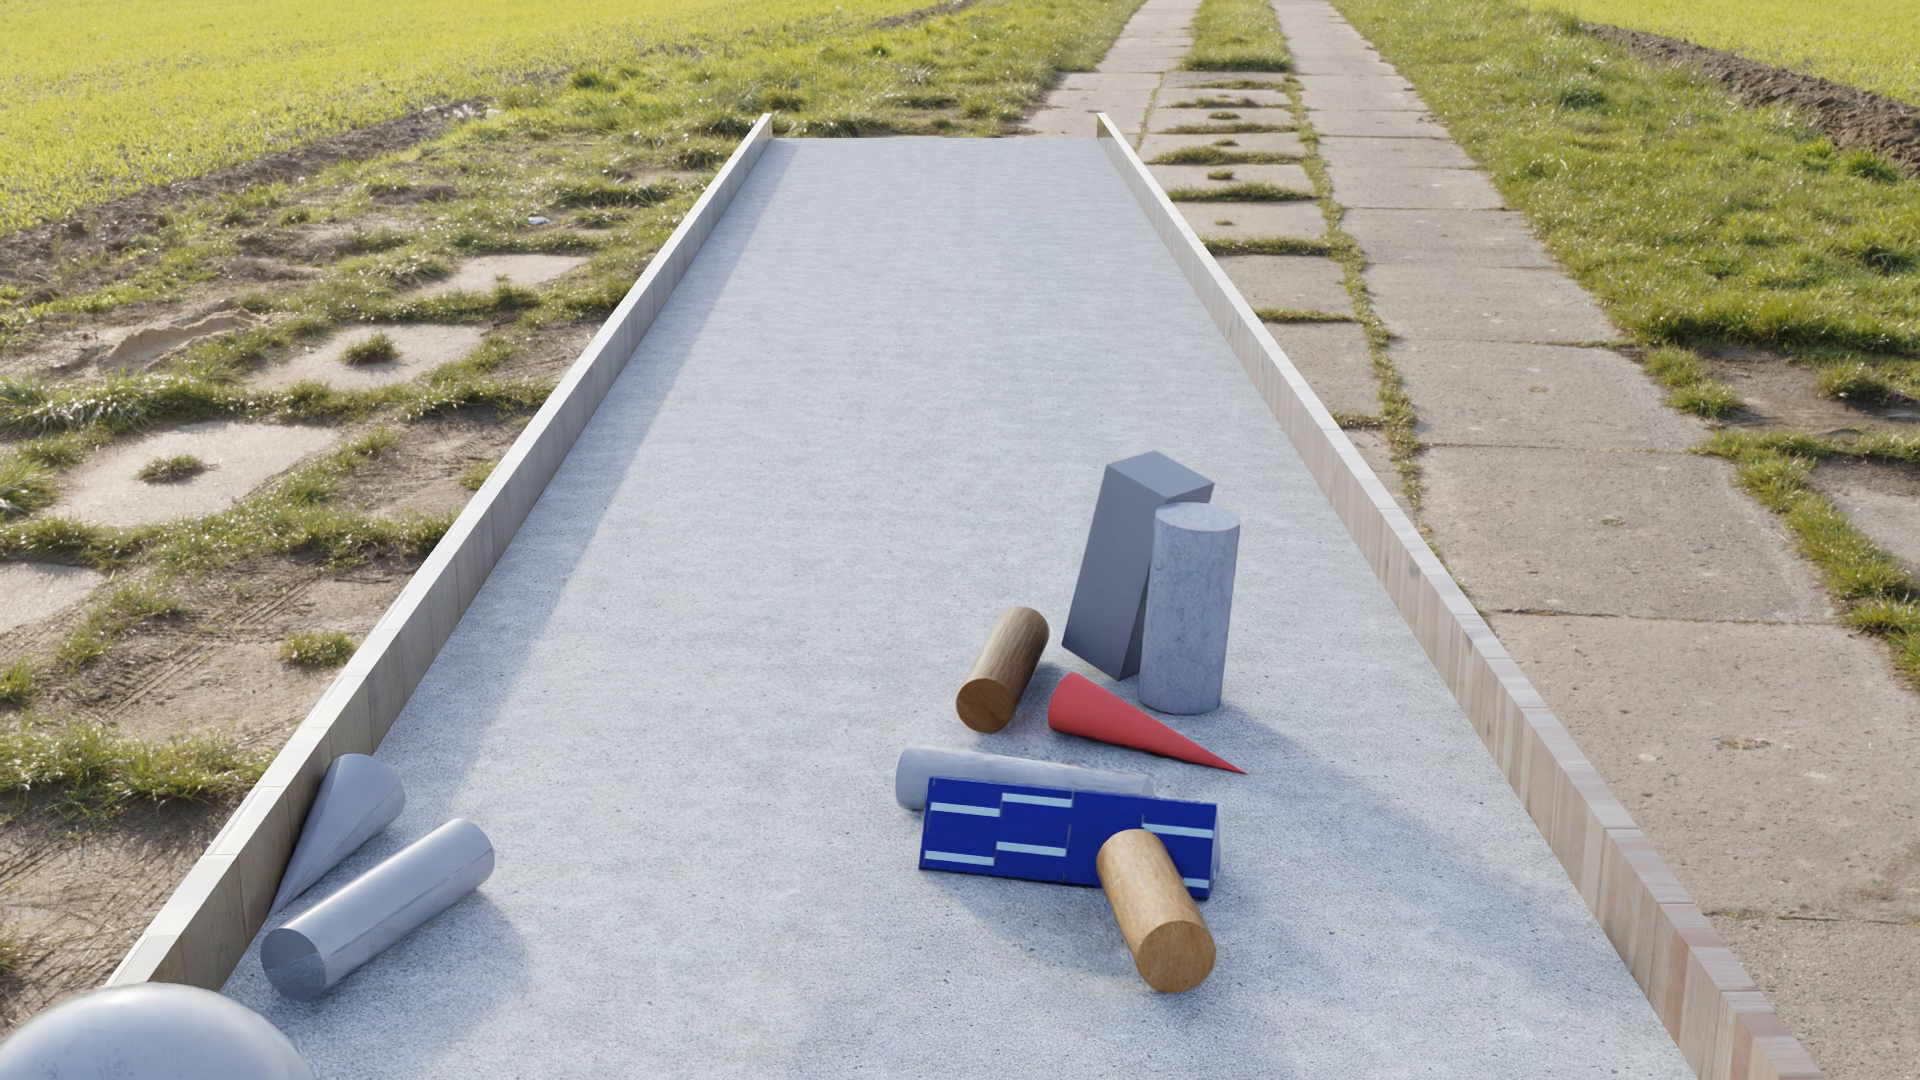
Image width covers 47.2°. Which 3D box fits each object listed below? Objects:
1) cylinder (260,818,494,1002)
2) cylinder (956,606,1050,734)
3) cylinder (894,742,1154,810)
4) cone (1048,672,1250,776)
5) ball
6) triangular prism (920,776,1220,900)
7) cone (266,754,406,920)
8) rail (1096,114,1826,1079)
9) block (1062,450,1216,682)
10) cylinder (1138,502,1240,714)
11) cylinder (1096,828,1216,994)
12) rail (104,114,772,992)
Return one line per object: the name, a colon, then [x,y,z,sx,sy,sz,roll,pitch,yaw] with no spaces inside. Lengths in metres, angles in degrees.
cylinder: [-0.846,0.536,3.227,0.112,0.112,0.404,7,18,22]
cylinder: [0.087,0.244,4.219,0.107,0.107,0.425,3,17,11]
cylinder: [0.106,0.416,3.641,0.418,0.107,0.107,6,18,19]
cone: [0.350,0.354,3.938,0.386,0.113,0.113,20,25,30]
ball: [-0.847,0.655,2.266,0.394,0.394,0.394,0,17,0]
triangular prism: [0.175,0.453,3.470,0.458,0.127,0.147,4,17,13]
cone: [-1.010,0.491,3.453,0.142,0.142,0.351,3,28,11]
rail: [0.932,-0.844,7.801,0.050,0.150,12.000,0,17,-1]
block: [0.346,0.050,4.300,0.152,0.406,0.152,31,32,33]
cylinder: [0.429,0.128,4.131,0.159,0.367,0.159,3,20,-1]
cylinder: [0.283,0.538,3.220,0.112,0.112,0.312,-2,17,-7]
rail: [-1.118,-0.838,7.780,0.050,0.150,12.000,0,17,-1]
